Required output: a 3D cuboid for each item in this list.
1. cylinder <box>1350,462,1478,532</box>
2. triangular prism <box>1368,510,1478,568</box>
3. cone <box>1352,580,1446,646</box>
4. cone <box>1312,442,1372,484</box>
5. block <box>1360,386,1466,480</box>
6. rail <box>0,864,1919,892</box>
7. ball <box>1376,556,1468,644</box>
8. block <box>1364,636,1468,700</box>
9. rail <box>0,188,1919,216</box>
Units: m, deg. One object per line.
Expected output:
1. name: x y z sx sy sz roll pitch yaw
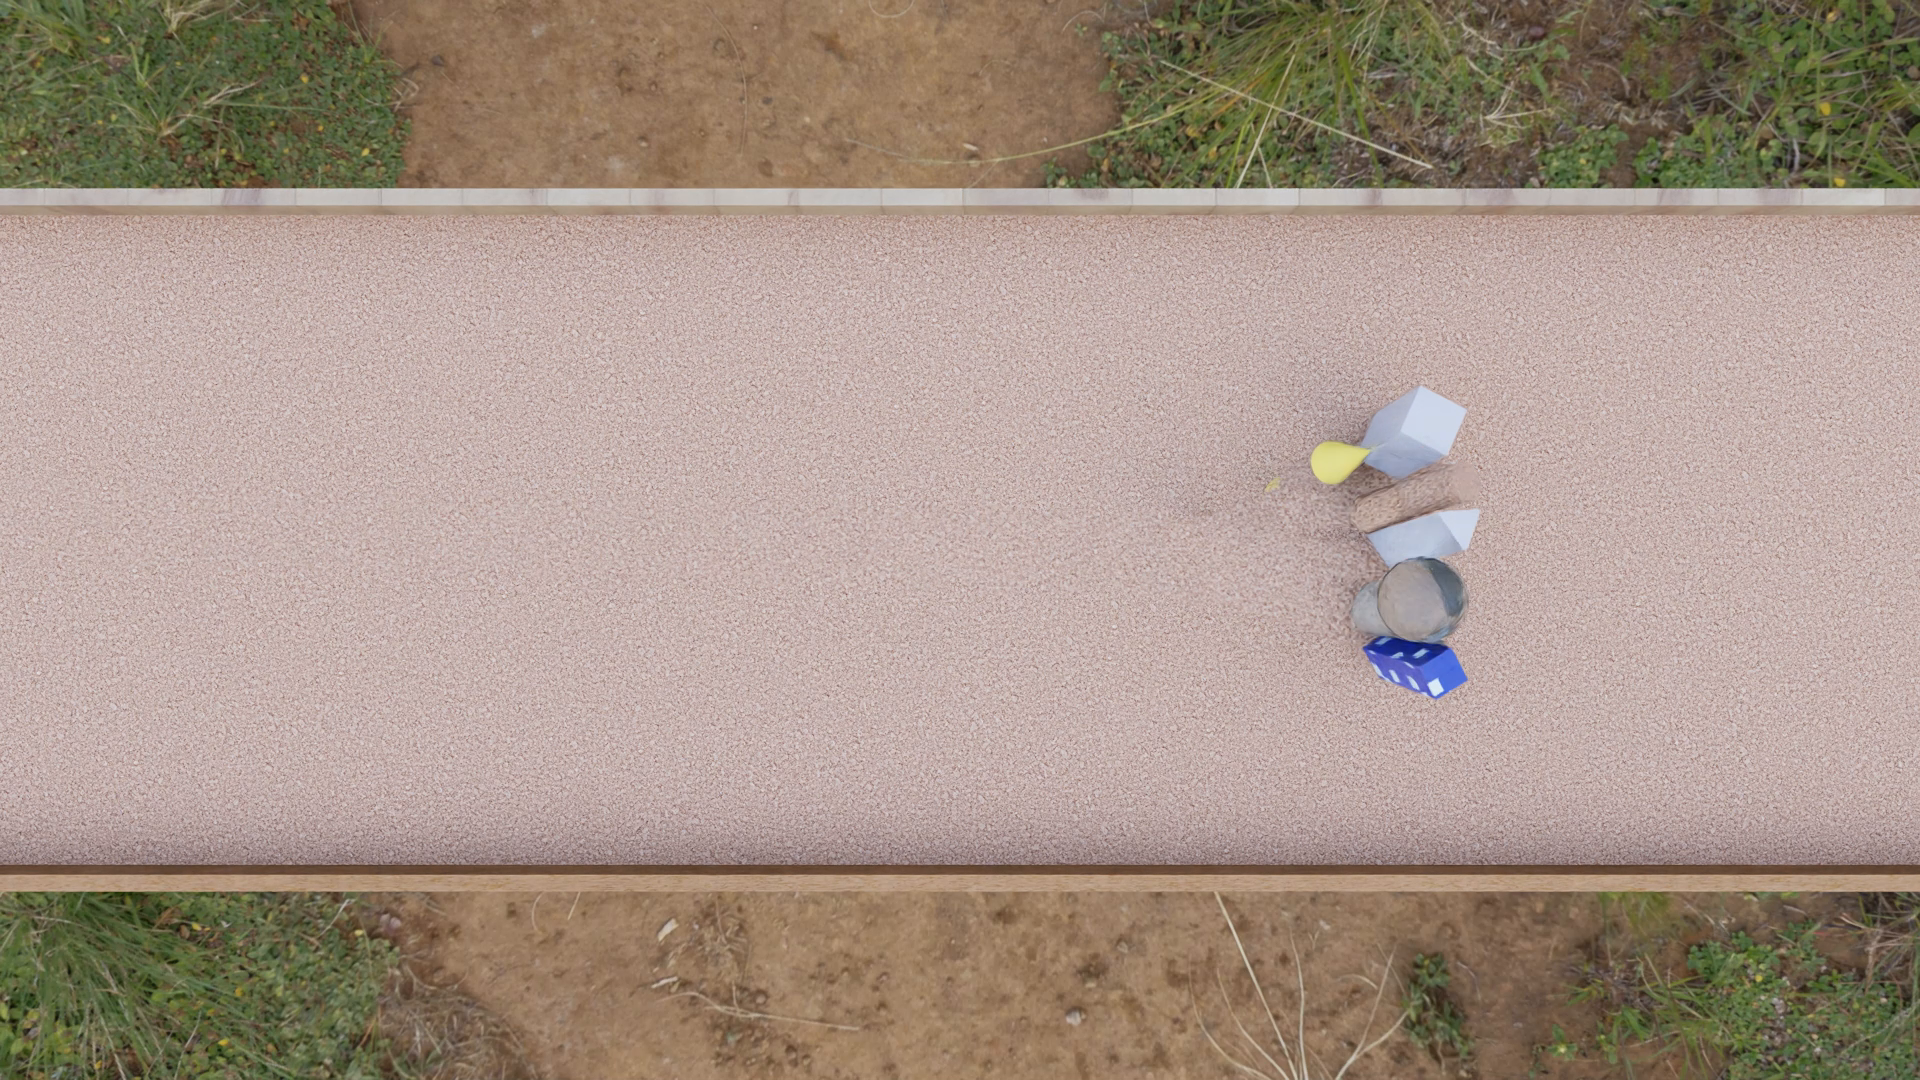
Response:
1. cylinder: 1.337 -0.123 4.872 0.113 0.410 0.113 7 75 -28
2. triangular prism: 1.379 -0.025 4.863 0.113 0.413 0.130 -36 91 -17
3. cone: 1.331 0.254 4.868 0.176 0.377 0.176 -5 106 -17
4. cone: 1.166 -0.249 4.914 0.133 0.307 0.133 1 86 -9
5. block: 1.331 -0.313 4.886 0.152 0.351 0.152 27 78 -2
6. rail: -2.247 1.025 5.001 12.000 0.150 0.050 0 90 0
7. ball: 1.314 0.171 4.695 0.247 0.247 0.247 0 90 0
8. block: 1.340 0.364 4.872 0.108 0.387 0.108 -30 99 -6
9. rail: -2.247 -1.025 5.002 12.000 0.150 0.050 0 90 0
